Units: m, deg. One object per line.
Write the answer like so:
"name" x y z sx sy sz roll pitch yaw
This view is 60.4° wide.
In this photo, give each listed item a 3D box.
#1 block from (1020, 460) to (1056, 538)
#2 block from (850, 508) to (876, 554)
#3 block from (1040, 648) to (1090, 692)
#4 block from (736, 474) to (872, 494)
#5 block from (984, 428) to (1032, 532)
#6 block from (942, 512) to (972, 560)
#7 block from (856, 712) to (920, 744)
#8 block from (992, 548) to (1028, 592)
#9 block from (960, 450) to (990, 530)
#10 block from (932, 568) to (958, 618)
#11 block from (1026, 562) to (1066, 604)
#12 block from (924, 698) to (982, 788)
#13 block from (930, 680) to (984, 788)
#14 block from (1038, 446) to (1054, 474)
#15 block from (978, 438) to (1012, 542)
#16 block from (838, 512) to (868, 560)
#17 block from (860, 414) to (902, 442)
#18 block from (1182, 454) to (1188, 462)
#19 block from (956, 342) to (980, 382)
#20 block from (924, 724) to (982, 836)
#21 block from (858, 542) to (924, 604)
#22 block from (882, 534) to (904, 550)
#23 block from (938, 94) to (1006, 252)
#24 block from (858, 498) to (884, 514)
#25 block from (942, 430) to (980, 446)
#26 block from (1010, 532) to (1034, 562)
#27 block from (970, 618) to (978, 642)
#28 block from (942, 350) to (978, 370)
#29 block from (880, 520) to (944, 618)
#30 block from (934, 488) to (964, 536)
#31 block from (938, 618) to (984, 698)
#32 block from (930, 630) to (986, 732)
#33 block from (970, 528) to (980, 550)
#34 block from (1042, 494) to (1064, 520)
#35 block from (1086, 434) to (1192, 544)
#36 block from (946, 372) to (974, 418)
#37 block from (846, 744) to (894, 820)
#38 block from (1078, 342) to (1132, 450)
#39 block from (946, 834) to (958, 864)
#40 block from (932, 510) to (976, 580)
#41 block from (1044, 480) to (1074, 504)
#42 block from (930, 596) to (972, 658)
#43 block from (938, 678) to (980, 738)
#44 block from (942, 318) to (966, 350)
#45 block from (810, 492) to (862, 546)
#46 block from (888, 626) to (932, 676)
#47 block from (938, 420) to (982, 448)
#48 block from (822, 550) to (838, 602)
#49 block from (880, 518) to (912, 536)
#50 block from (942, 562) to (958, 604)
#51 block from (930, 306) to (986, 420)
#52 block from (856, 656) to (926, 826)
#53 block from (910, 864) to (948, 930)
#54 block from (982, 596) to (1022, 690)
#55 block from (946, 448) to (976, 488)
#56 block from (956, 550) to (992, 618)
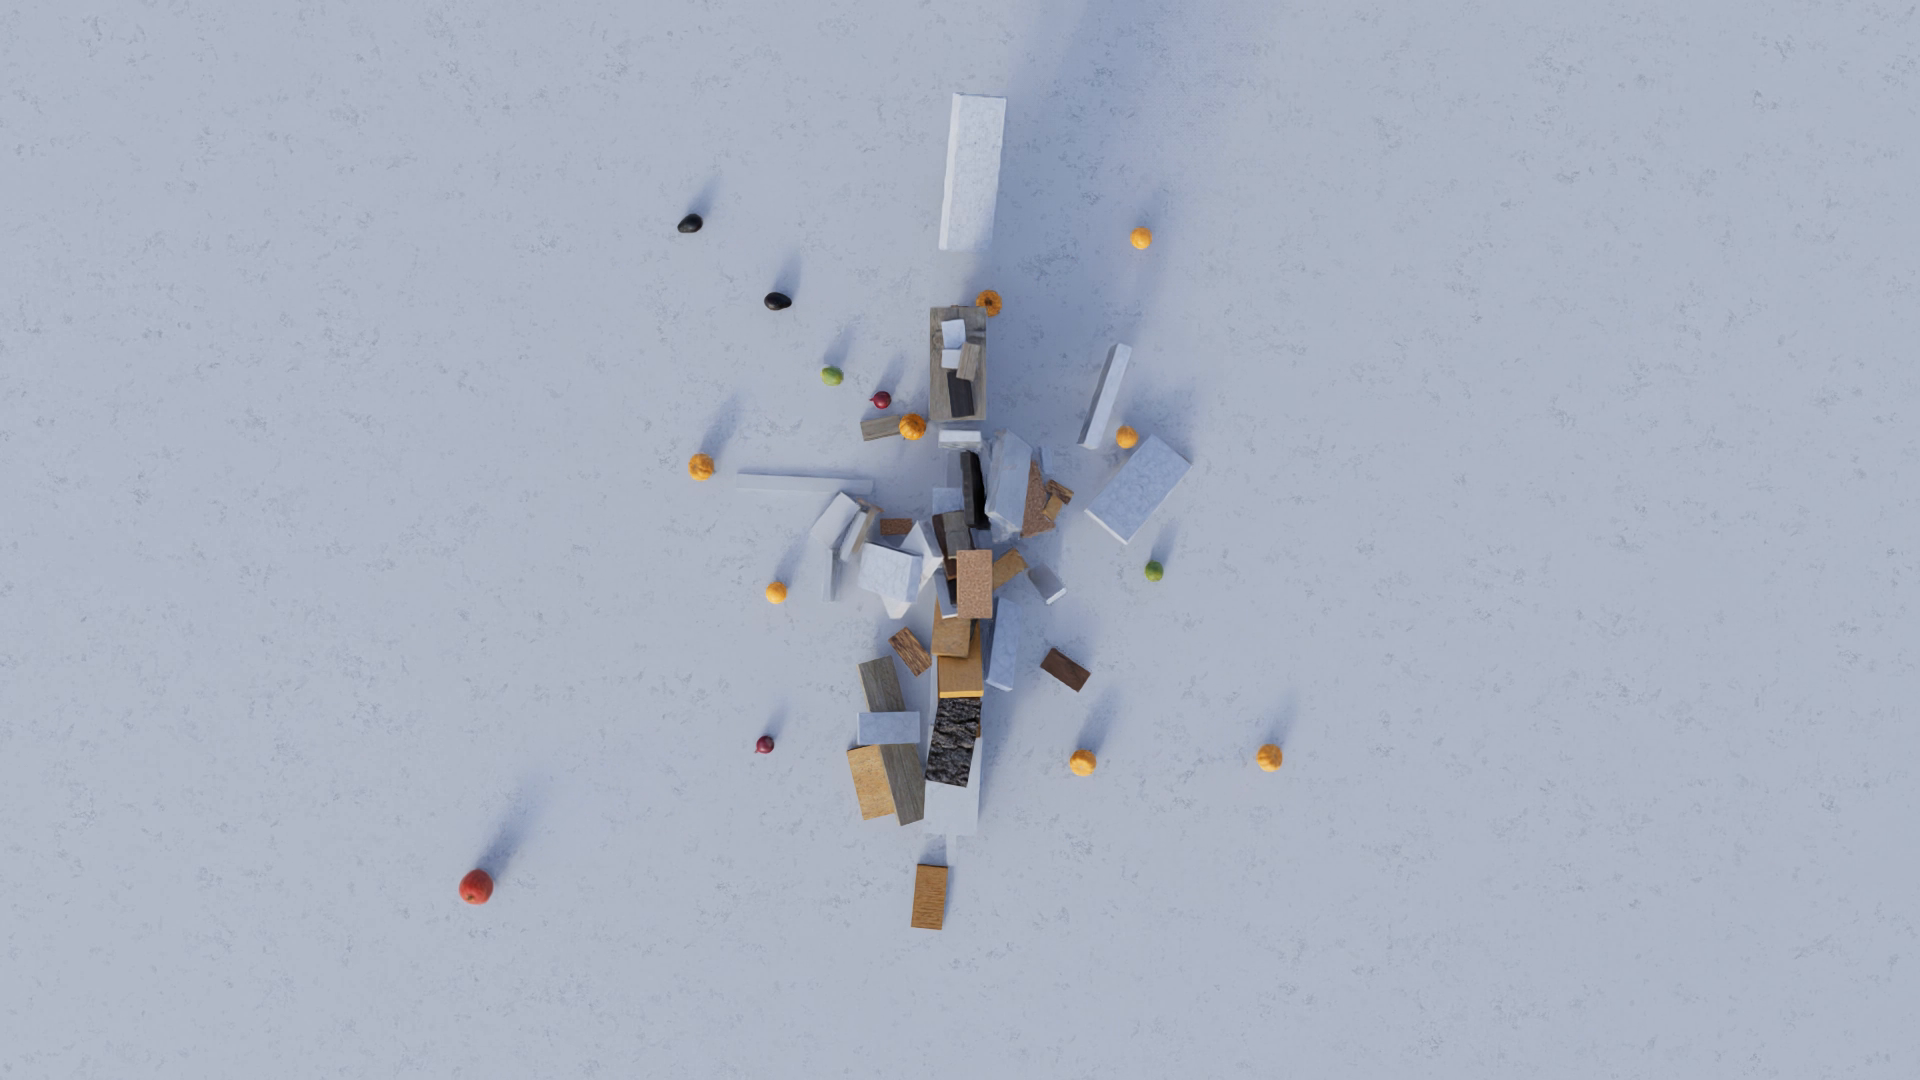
"block" 0.227 -0.138 5.462 0.117 0.033 0.235 -16 89 -18
"block" -0.322 -0.029 5.460 0.022 0.077 0.155 25 90 -6
"block" 0.351 0.432 5.489 0.155 0.022 0.077 34 90 0
"block" -0.519 -0.186 5.493 0.454 0.013 0.047 3 90 0
"block" 0.157 -0.193 5.340 0.043 0.150 0.301 -10 61 36
"block" -0.010 -0.016 5.249 0.075 0.021 0.149 -6 68 -7
"block" -0.235 0.618 5.429 0.206 0.029 0.103 0 85 -18
"block" 0.145 0.100 5.480 0.149 0.021 0.075 -35 88 6
"block" 0.048 -0.159 5.305 0.034 0.119 0.239 -9 79 23
"block" -0.034 0.165 5.264 0.081 0.023 0.161 -10 69 -7
"block" 0.283 0.140 5.440 0.075 0.021 0.149 -36 46 -1
"block" -0.021 0.636 5.229 0.137 0.039 0.275 11 80 1
"block" -0.011 0.617 5.422 0.173 0.049 0.392 1 86 0
"block" 0.286 -0.266 5.479 0.047 0.013 0.094 -7 90 -44
"block" 0.114 -0.162 5.373 0.033 0.117 0.330 -8 94 19
"block" -0.354 -0.015 5.456 0.024 0.085 0.169 25 90 -7
"block" -0.262 -0.373 5.491 0.131 0.019 0.066 -11 90 0
"block" 0.713 -0.237 5.493 0.103 0.015 0.051 -33 90 0
"block" 0.024 -0.517 4.775 0.052 0.015 0.104 12 90 0
"block" -0.023 0.774 5.327 0.173 0.049 0.347 3 92 0
"block" -0.229 0.104 5.359 0.043 0.301 0.150 5 96 -35
"block" -0.208 0.006 5.493 0.095 0.013 0.047 41 90 0
"block" 0.040 -1.189 5.365 0.171 0.048 0.492 -4 110 -30
"block" -0.295 -0.113 5.477 0.094 0.047 0.013 25 90 0
"block" 0.002 -0.313 5.075 0.117 0.235 0.033 1 90 0
"block" 0.202 0.026 5.493 0.051 0.015 0.103 -20 90 0
"block" 0.017 0.244 5.329 0.081 0.023 0.161 12 59 7
"block" 0.000 -0.524 4.790 0.104 0.015 0.052 4 90 0
"block" -0.165 0.098 5.349 0.043 0.317 0.150 2 49 -35
"block" -0.026 -0.051 5.343 0.119 0.034 0.239 0 92 0
"block" -0.001 0.371 5.286 0.137 0.039 0.275 -2 58 -2
"block" -0.007 0.466 5.377 0.173 0.049 0.347 2 88 0
"block" 0.003 0.010 5.379 0.119 0.034 0.259 -5 92 0
"block" 0.307 -0.109 5.451 0.047 0.094 0.013 40 135 -10
"block" 0.588 -0.169 5.431 0.171 0.048 0.342 40 79 6
"block" 0.002 -0.425 4.807 0.066 0.019 0.131 -7 90 0
"block" -0.291 0.801 5.483 0.118 0.034 0.237 -14 90 0
"block" 0.473 -0.470 5.413 0.048 0.171 0.342 19 90 -5
"block" -0.029 0.944 5.414 0.031 0.110 0.220 -2 90 0
"block" -0.012 0.014 5.265 0.108 0.030 0.215 -11 69 -9
"block" 0.329 -0.160 5.493 0.095 0.013 0.047 29 90 0
"block" -0.024 0.252 5.273 0.118 0.034 0.237 5 74 1
"block" -0.004 0.497 5.302 0.137 0.039 0.274 0 76 -1
"block" -0.013 -0.574 4.807 0.066 0.019 0.131 -7 90 0
"block" -0.413 -0.069 5.481 0.085 0.024 0.169 39 94 -2
"block" -0.162 0.371 5.489 0.077 0.022 0.155 -38 90 0
"block" 0.001 -0.428 5.210 0.135 0.038 0.269 0 91 0
"block" -0.429 0.119 5.456 0.024 0.085 0.169 4 90 8
"block" -0.212 -0.044 5.482 0.103 0.015 0.052 -2 81 -8
"block" 0.003 0.093 5.267 0.108 0.030 0.215 -8 69 -8
"block" -0.006 -0.516 4.839 0.164 0.047 0.329 0 90 0
"block" -0.216 0.664 5.465 0.118 0.034 0.550 -15 90 -19
"block" -0.101 1.187 5.485 0.103 0.029 0.206 6 90 0
"block" 0.140 0.338 5.400 0.103 0.029 0.292 25 60 -33
"block" 0.004 -0.208 5.402 0.093 0.026 0.185 1 92 0
"block" 0.046 0.139 5.202 0.108 0.030 0.215 -1 90 -9
